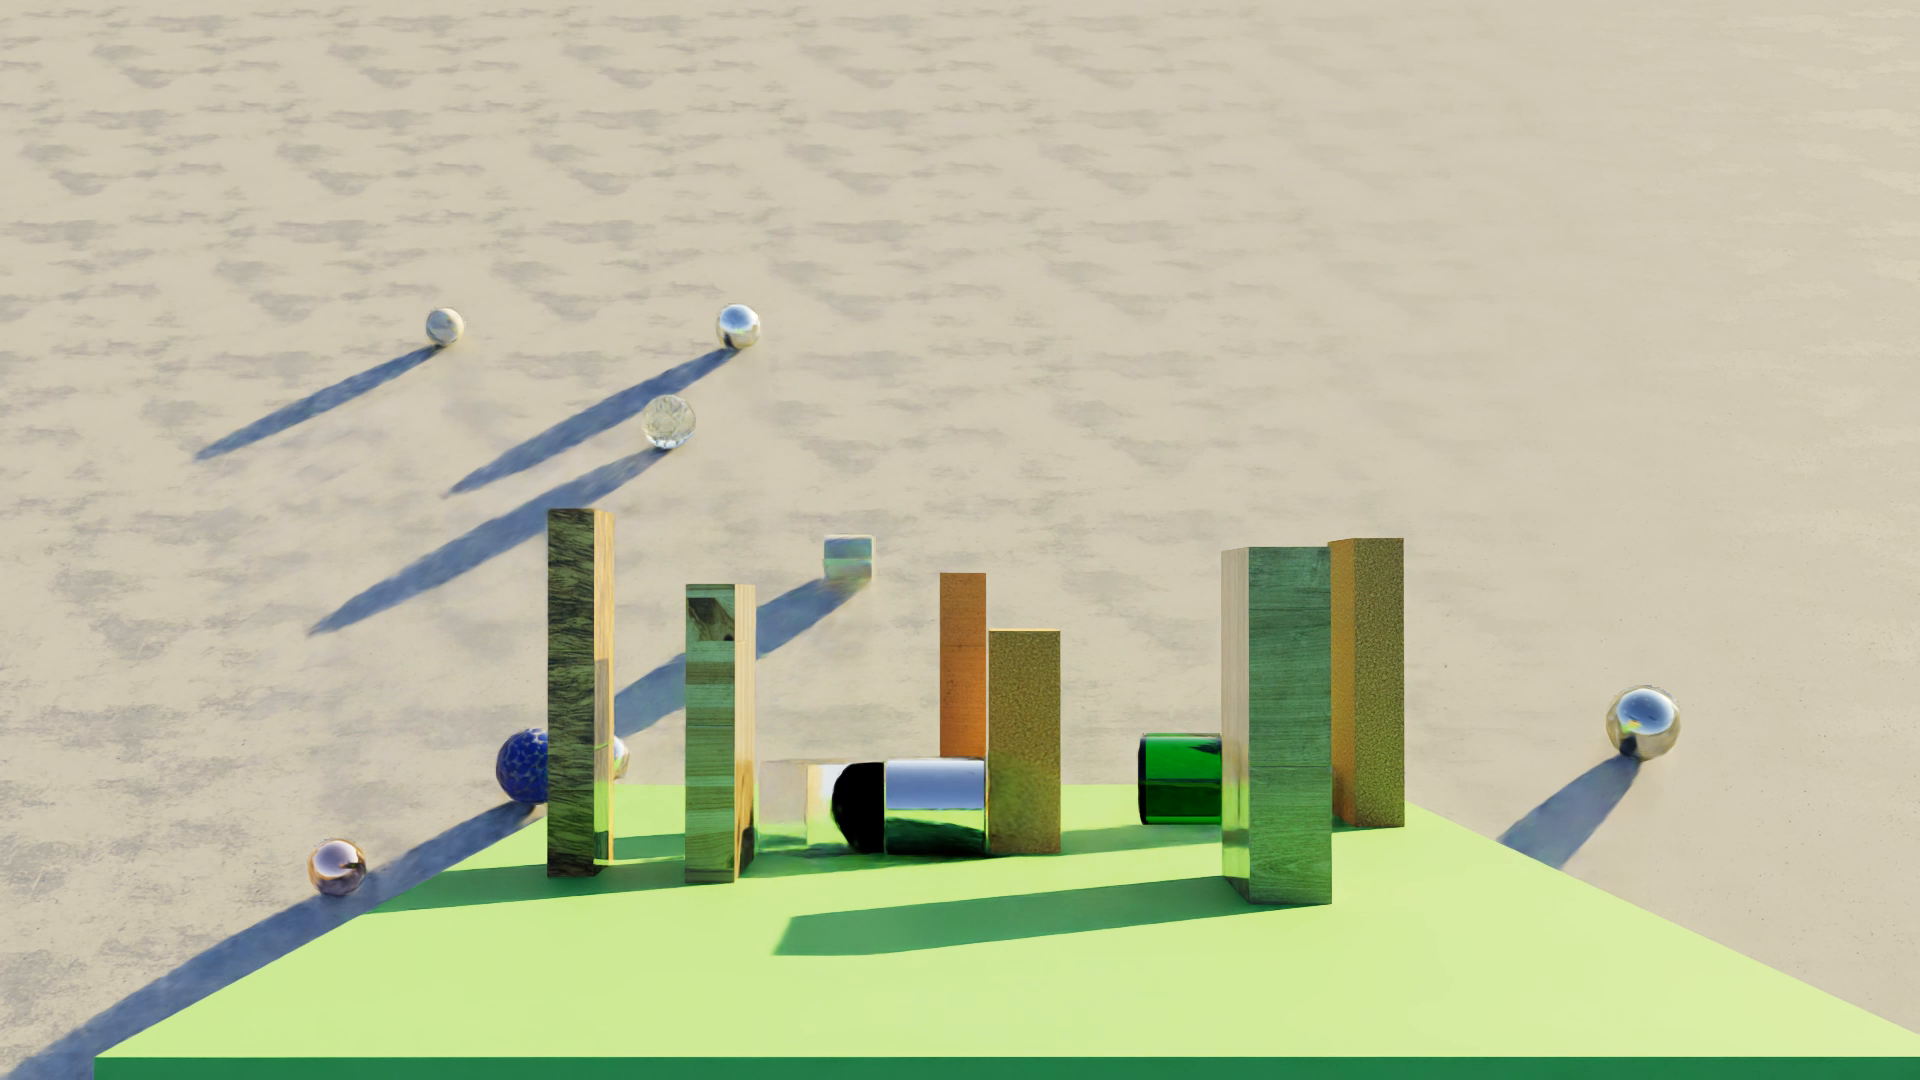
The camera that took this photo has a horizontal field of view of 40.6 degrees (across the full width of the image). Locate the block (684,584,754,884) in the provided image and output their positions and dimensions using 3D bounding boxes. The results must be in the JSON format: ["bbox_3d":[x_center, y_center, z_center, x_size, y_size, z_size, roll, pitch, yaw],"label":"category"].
[{"bbox_3d":[-0.430,0.337,4.677,0.085,0.514,0.435,0,-1,0],"label":"block"}]

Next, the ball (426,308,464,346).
[{"bbox_3d":[-1.763,-0.729,8.873,0.130,0.130,0.130,0,33,0],"label":"ball"}]

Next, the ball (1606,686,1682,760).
[{"bbox_3d":[1.835,0.493,6.964,0.197,0.197,0.197,0,33,0],"label":"ball"}]

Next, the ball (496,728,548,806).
[{"bbox_3d":[-1.117,0.595,6.806,0.202,0.202,0.202,0,33,0],"label":"ball"}]

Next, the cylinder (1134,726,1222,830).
[{"bbox_3d":[0.486,0.511,5.529,0.192,0.192,0.192,11,35,11],"label":"cylinder"}]

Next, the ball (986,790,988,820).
[{"bbox_3d":[0.000,0.545,5.339,0.126,0.126,0.126,0,33,0],"label":"ball"}]

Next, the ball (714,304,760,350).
[{"bbox_3d":[-0.758,-0.727,8.846,0.156,0.156,0.156,0,33,0],"label":"ball"}]

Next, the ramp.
[{"bbox_3d":[0.074,0.646,4.772,2.000,0.100,4.000,0,-1,0],"label":"ramp"}]

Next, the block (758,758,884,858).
[{"bbox_3d":[-0.269,0.514,5.001,0.174,0.174,0.174,1,-2,-36],"label":"block"}]

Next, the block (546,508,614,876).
[{"bbox_3d":[-0.684,0.271,4.690,0.082,0.646,0.260,0,-1,0],"label":"block"}]

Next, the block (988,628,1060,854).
[{"bbox_3d":[0.126,0.391,5.141,0.134,0.426,0.344,0,-1,0],"label":"block"}]

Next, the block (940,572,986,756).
[{"bbox_3d":[0.006,0.344,5.624,0.097,0.541,0.435,0,-1,0],"label":"block"}]

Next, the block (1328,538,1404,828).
[{"bbox_3d":[0.896,0.308,5.742,0.106,0.617,0.408,0,-1,0],"label":"block"}]

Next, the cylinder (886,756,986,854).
[{"bbox_3d":[-0.044,0.507,4.963,0.186,0.186,0.186,0,33,2],"label":"cylinder"}]

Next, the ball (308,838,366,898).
[{"bbox_3d":[-1.563,0.823,6.512,0.145,0.145,0.145,0,33,0],"label":"ball"}]

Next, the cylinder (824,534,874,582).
[{"bbox_3d":[-0.328,0.053,7.681,0.138,0.138,0.138,0,33,1],"label":"cylinder"}]

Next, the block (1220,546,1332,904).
[{"bbox_3d":[0.528,0.301,4.369,0.132,0.572,0.438,0,-1,0],"label":"block"}]

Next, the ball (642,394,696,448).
[{"bbox_3d":[-0.933,-0.380,8.305,0.175,0.175,0.175,0,33,0],"label":"ball"}]

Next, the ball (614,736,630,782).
[{"bbox_3d":[-0.938,0.578,6.859,0.132,0.132,0.132,0,33,0],"label":"ball"}]
